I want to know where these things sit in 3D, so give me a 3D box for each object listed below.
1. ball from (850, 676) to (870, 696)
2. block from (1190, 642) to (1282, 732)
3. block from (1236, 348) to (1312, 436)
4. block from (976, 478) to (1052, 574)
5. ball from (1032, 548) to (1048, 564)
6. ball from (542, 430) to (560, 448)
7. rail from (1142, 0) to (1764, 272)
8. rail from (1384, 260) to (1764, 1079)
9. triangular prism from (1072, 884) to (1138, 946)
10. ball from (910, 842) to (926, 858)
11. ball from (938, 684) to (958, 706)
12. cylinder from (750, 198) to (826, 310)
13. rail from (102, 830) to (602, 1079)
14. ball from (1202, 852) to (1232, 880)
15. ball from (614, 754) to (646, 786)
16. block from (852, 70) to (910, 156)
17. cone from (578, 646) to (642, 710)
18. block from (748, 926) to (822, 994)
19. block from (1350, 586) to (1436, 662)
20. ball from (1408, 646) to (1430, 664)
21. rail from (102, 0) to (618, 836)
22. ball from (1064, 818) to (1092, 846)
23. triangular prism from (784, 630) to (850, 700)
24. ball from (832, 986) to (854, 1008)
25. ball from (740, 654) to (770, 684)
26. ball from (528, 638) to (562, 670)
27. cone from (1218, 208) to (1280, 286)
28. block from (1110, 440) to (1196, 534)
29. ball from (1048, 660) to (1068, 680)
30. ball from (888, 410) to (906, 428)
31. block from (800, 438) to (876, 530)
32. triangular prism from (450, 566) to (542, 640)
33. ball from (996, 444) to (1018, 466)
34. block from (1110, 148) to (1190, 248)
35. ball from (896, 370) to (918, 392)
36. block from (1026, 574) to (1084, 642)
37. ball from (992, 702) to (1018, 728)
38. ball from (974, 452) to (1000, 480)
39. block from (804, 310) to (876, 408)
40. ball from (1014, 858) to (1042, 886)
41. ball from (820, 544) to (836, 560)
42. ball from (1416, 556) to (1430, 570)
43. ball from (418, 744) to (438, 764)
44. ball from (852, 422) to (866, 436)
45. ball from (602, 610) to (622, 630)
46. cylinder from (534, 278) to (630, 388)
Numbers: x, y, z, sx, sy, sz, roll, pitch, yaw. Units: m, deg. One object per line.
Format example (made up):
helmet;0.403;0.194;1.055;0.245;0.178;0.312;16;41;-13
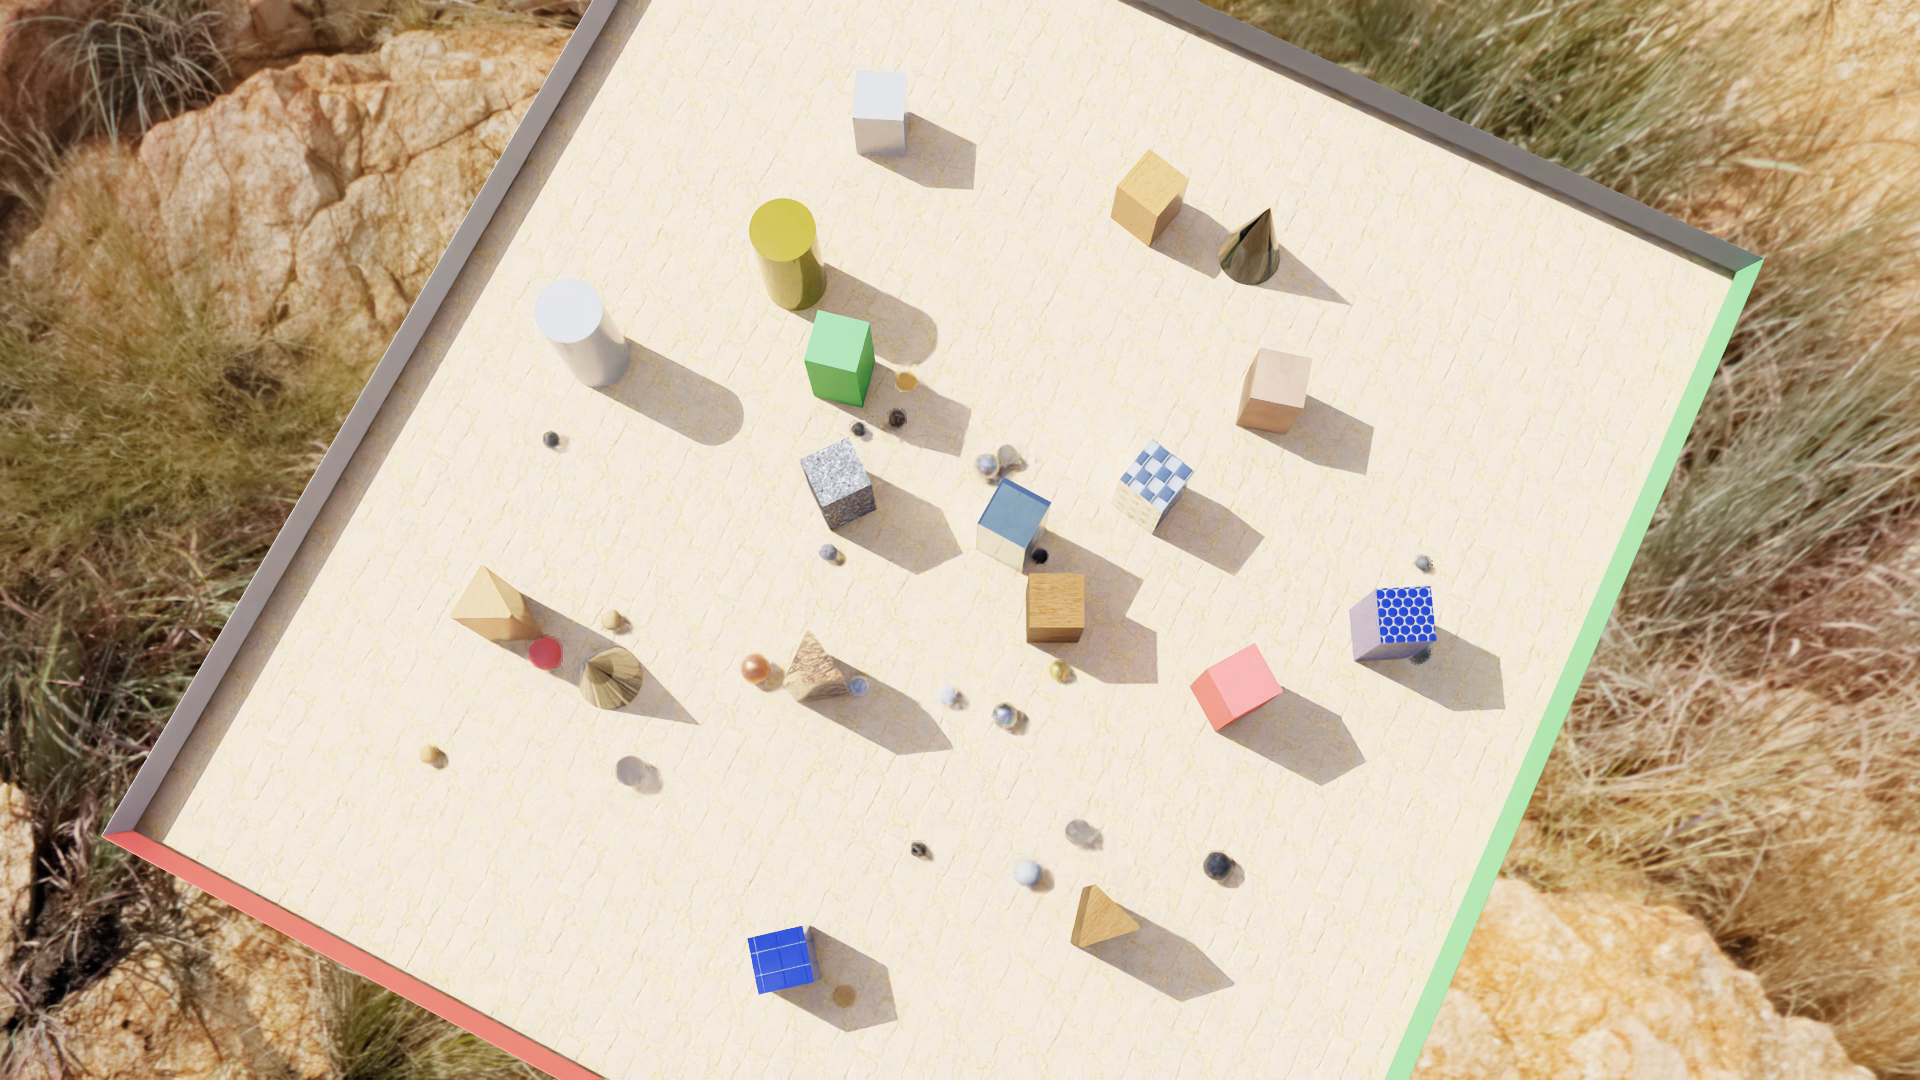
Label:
ball;-0.302;0.437;5.487;0.060;0.060;0.060;0;78;0
block;0.798;0.433;5.328;0.157;0.390;0.157;-28;80;-5
block;0.949;-0.447;5.552;0.157;0.307;0.157;12;79;2
block;0.156;-0.040;5.433;0.157;0.376;0.157;28;80;6
ball;0.244;0.049;5.580;0.052;0.052;0.052;0;78;0
ball;-1.262;-0.310;5.654;0.053;0.053;0.053;0;78;0
rail;0.840;-1.639;5.890;3.662;0.128;0.045;26;80;5
rail;1.617;0.798;5.385;0.045;0.128;3.805;26;80;5
triangular prism;0.387;1.052;5.199;0.170;0.391;0.147;-16;79;-3
ball;-0.124;0.912;5.404;0.047;0.047;0.047;0;78;0
ball;-0.037;0.464;5.489;0.063;0.063;0.063;0;78;0
cylinder;-0.519;-0.862;5.569;0.197;0.442;0.197;0;78;0
rail;-0.840;1.652;5.208;3.662;0.128;0.045;26;80;5
ball;0.755;0.956;5.375;0.086;0.086;0.086;0;78;0
ball;-0.977;0.684;5.428;0.093;0.093;0.093;0;78;0
block;-0.247;-1.337;5.754;0.157;0.272;0.157;4;78;1
cone;-1.056;0.380;5.359;0.197;0.350;0.197;0;78;0
block;-0.498;1.194;5.225;0.157;0.283;0.157;-13;79;-3
block;1.265;0.248;5.377;0.157;0.368;0.157;-3;78;-1
ball;1.381;0.339;5.512;0.068;0.068;0.068;0;78;0
rail;-1.617;-0.785;5.713;0.045;0.128;3.805;26;80;5
ball;0.348;0.861;5.398;0.080;0.080;0.080;0;78;0
triangular prism;-0.420;0.365;5.344;0.170;0.386;0.147;-6;78;-1
ball;-0.337;1.323;5.310;0.064;0.064;0.064;0;78;0
ball;-0.612;0.386;5.491;0.089;0.089;0.089;0;78;0
ball;-1.244;0.340;5.496;0.098;0.098;0.098;0;78;0
cone;0.916;-0.941;5.604;0.197;0.405;0.197;0;78;0
block;0.575;-0.157;5.488;0.157;0.314;0.157;38;81;7
ball;0.295;0.392;5.506;0.058;0.058;0.058;0;78;0
ball;-0.195;-0.374;5.667;0.053;0.053;0.053;0;78;0
block;-0.361;-0.164;5.480;0.157;0.334;0.157;-25;79;-5
triangular prism;-1.348;0.185;5.365;0.170;0.417;0.147;-1;78;0
ball;0.145;-0.262;5.636;0.066;0.066;0.066;0;78;0
block;0.589;-1.062;5.705;0.157;0.258;0.157;39;81;7
ball;-0.165;-0.494;5.686;0.064;0.064;0.064;0;78;0
block;0.279;0.204;5.421;0.157;0.301;0.157;0;78;0
ball;0.134;0.523;5.468;0.078;0.078;0.078;0;78;0
ball;0.082;-0.227;5.622;0.082;0.082;0.082;0;78;0
block;-0.360;-0.542;5.536;0.157;0.379;0.157;14;79;3
ball;0.198;0.976;5.373;0.081;0.081;0.081;0;78;0
ball;-0.401;0.037;5.582;0.053;0.053;0.053;0;78;0
ball;1.409;0.070;5.579;0.044;0.044;0.044;0;78;0
ball;-1.583;0.638;5.455;0.057;0.057;0.057;0;78;0
ball;-0.314;-0.342;5.664;0.045;0.045;0.045;0;78;0
ball;-1.052;0.243;5.535;0.062;0.062;0.062;0;78;0
cylinder;-1.130;-0.617;5.513;0.197;0.452;0.197;0;78;0
